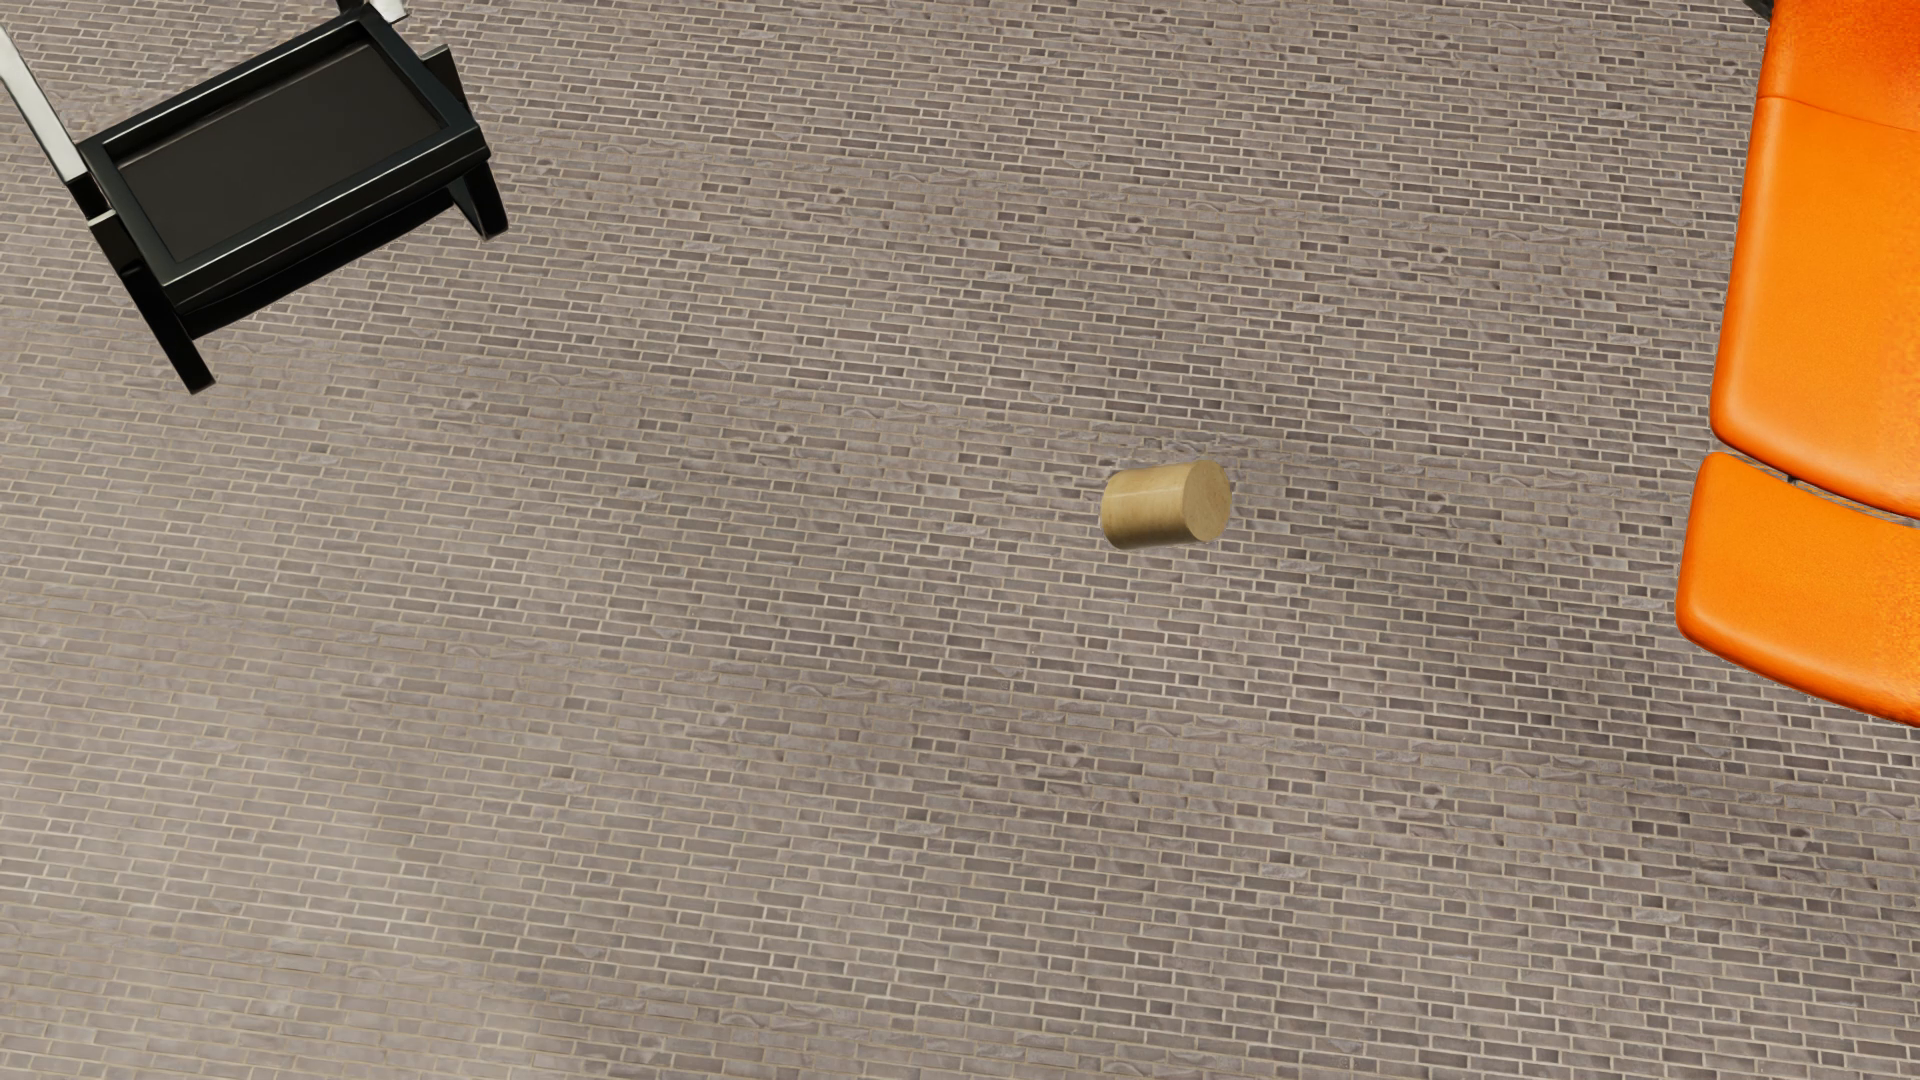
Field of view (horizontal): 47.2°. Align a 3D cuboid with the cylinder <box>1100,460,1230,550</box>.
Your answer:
[{"bbox_3d":[0.334,-0.057,3.561,0.148,0.128,0.180,-7,14,33],"label":"cylinder"}]
